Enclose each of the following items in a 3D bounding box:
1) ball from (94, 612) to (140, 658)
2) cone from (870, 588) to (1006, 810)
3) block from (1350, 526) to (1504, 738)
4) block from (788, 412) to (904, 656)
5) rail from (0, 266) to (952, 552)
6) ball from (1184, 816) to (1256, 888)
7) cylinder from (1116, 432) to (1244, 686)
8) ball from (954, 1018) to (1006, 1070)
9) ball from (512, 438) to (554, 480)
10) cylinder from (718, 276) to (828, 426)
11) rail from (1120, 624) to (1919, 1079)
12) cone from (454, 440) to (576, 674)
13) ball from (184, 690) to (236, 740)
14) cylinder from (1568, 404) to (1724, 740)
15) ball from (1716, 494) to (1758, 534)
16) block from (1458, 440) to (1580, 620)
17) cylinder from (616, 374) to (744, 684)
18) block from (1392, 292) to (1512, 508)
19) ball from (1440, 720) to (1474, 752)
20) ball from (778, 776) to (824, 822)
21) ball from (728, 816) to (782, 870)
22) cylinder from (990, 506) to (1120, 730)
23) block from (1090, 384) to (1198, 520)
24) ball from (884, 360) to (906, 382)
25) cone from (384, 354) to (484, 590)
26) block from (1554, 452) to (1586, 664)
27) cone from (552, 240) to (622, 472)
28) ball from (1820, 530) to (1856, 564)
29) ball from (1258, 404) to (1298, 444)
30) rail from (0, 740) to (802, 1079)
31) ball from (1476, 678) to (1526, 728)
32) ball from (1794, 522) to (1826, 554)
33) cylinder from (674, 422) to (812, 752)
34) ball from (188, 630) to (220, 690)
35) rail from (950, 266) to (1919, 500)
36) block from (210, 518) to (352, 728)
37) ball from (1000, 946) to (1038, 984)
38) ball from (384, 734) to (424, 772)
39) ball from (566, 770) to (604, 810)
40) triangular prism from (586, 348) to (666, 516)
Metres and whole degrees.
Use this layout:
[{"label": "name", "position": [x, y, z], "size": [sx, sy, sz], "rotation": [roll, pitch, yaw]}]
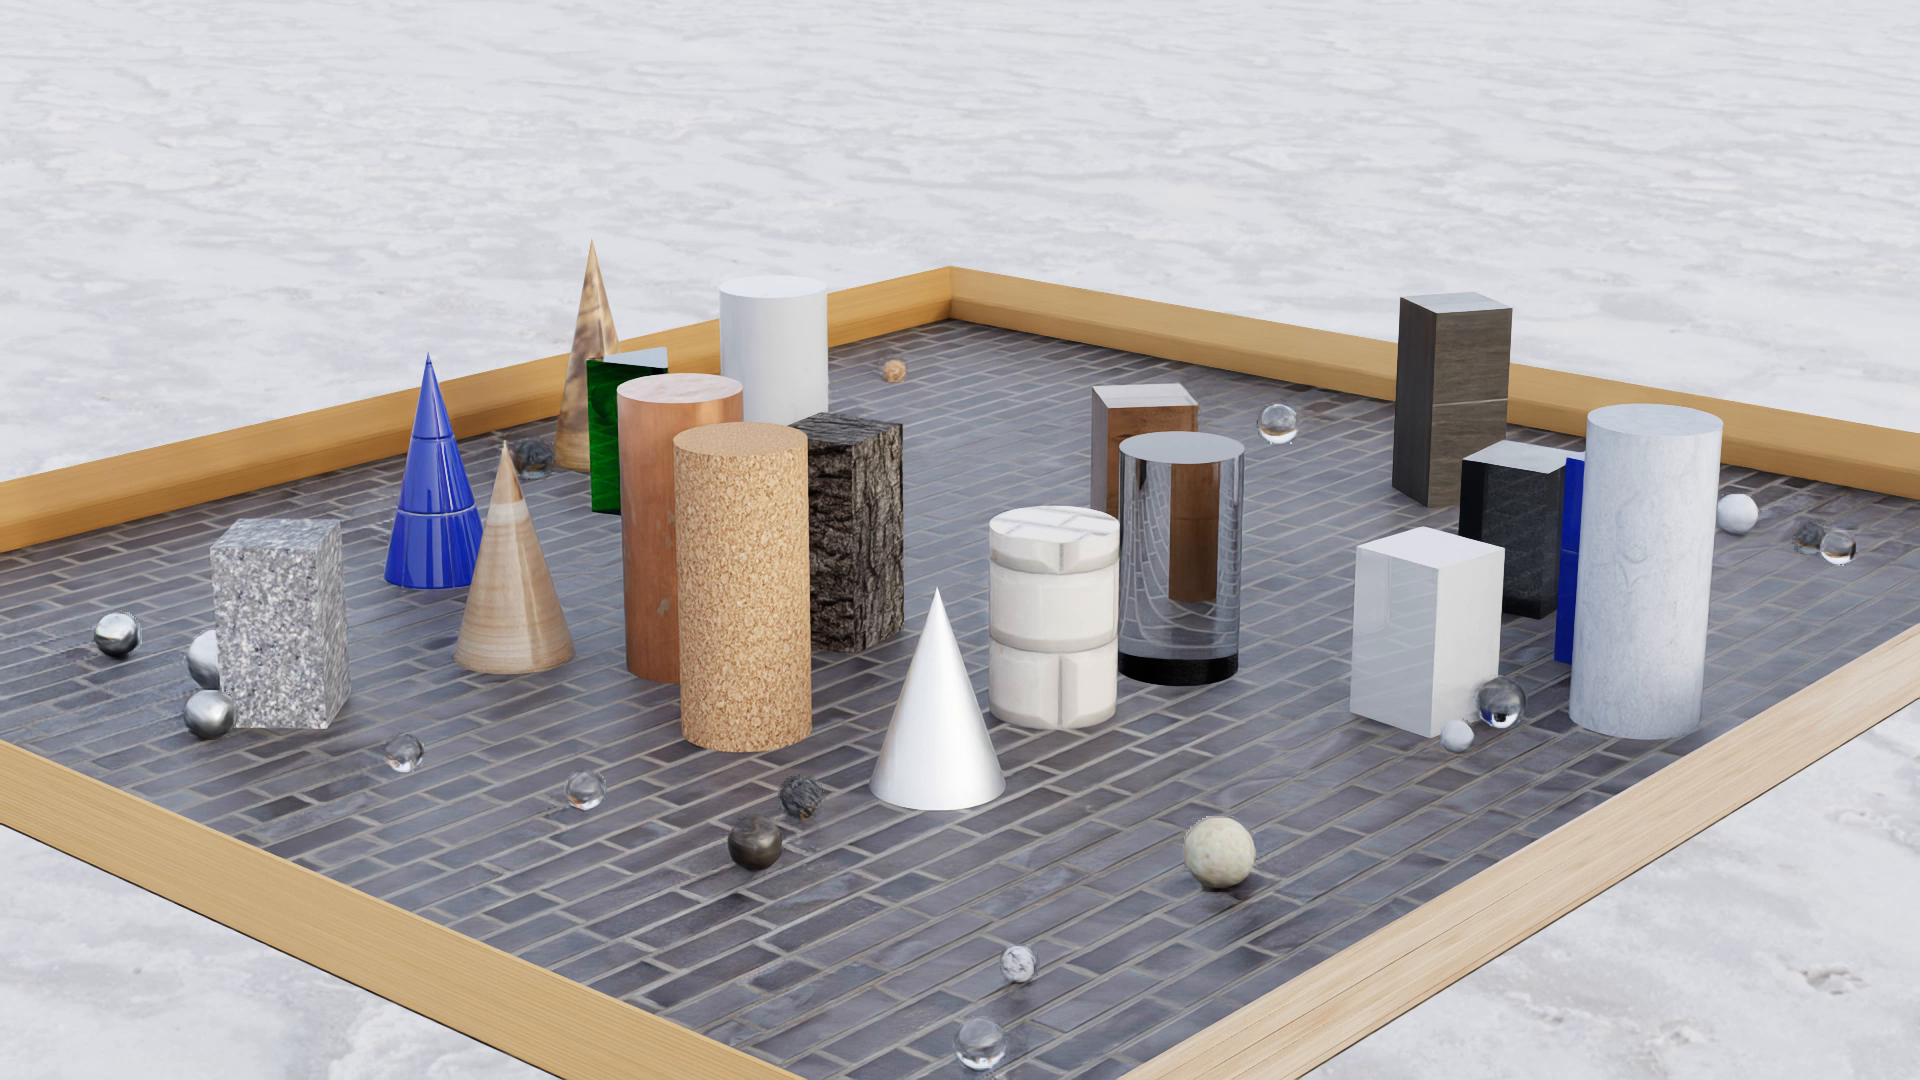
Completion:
[{"label": "ball", "position": [-1.383, 0.156, 4.811], "size": [0.073, 0.073, 0.073], "rotation": [0, 17, 0]}, {"label": "cone", "position": [-0.033, 0.212, 4.230], "size": [0.200, 0.302, 0.200], "rotation": [0, 17, 0]}, {"label": "block", "position": [0.720, 0.140, 4.524], "size": [0.160, 0.269, 0.160], "rotation": [-15, 22, -40]}, {"label": "block", "position": [-0.204, -0.013, 4.878], "size": [0.160, 0.358, 0.160], "rotation": [9, 19, 29]}, {"label": "rail", "position": [-1.111, -0.246, 6.043], "size": [0.045, 0.130, 3.368], "rotation": [14, 22, 39]}, {"label": "ball", "position": [0.346, 0.417, 3.908], "size": [0.095, 0.095, 0.095], "rotation": [0, 17, 0]}, {"label": "cylinder", "position": [0.353, 0.029, 4.722], "size": [0.200, 0.368, 0.200], "rotation": [0, 17, 0]}, {"label": "ball", "position": [0.023, 0.586, 3.408], "size": [0.059, 0.059, 0.059], "rotation": [0, 17, 0]}, {"label": "ball", "position": [-0.851, -0.162, 5.850], "size": [0.082, 0.082, 0.082], "rotation": [0, 17, 0]}, {"label": "cylinder", "position": [-0.344, -0.243, 5.454], "size": [0.200, 0.466, 0.200], "rotation": [0, 17, 0]}, {"label": "rail", "position": [1.111, 0.311, 4.196], "size": [0.045, 0.130, 3.368], "rotation": [14, 22, 39]}, {"label": "cone", "position": [-0.733, 0.013, 4.779], "size": [0.200, 0.366, 0.200], "rotation": [0, 17, 0]}, {"label": "ball", "position": [-1.137, 0.264, 4.446], "size": [0.076, 0.076, 0.076], "rotation": [0, 17, 0]}, {"label": "cylinder", "position": [1.045, 0.047, 4.477], "size": [0.200, 0.475, 0.200], "rotation": [0, 17, 0]}, {"label": "ball", "position": [1.454, -0.049, 5.487], "size": [0.077, 0.077, 0.077], "rotation": [0, 17, 0]}, {"label": "block", "position": [0.971, -0.020, 5.073], "size": [0.160, 0.259, 0.160], "rotation": [12, 20, 34]}, {"label": "cylinder", "position": [-0.444, -0.020, 4.721], "size": [0.200, 0.462, 0.200], "rotation": [0, 17, 0]}, {"label": "block", "position": [0.955, -0.274, 5.702], "size": [0.160, 0.384, 0.160], "rotation": [-5, 18, -17]}, {"label": "ball", "position": [0.746, 0.294, 4.397], "size": [0.048, 0.048, 0.048], "rotation": [0, 17, 0]}, {"label": "ball", "position": [-0.224, 0.365, 4.134], "size": [0.062, 0.062, 0.062], "rotation": [0, 17, 0]}, {"label": "ball", "position": [-0.277, 0.410, 3.965], "size": [0.074, 0.074, 0.074], "rotation": [0, 17, 0]}, {"label": "cylinder", "position": [0.145, 0.119, 4.542], "size": [0.200, 0.300, 0.200], "rotation": [0, 17, 0]}, {"label": "block", "position": [0.324, -0.094, 5.191], "size": [0.160, 0.333, 0.160], "rotation": [-2, 17, -7]}, {"label": "ball", "position": [-0.148, -0.382, 6.635], "size": [0.052, 0.052, 0.052], "rotation": [0, 17, 0]}, {"label": "cone", "position": [-0.932, -0.136, 5.199], "size": [0.200, 0.409, 0.200], "rotation": [0, 17, 0]}, {"label": "block", "position": [1.086, 0.032, 4.751], "size": [0.160, 0.344, 0.160], "rotation": [-15, 23, -42]}, {"label": "cone", "position": [-0.738, -0.387, 5.940], "size": [0.200, 0.462, 0.200], "rotation": [0, 17, 0]}, {"label": "ball", "position": [1.589, 0.013, 5.304], "size": [0.062, 0.062, 0.062], "rotation": [0, 17, 0]}, {"label": "ball", "position": [0.665, -0.241, 6.113], "size": [0.084, 0.084, 0.084], "rotation": [0, 17, 0]}, {"label": "rail", "position": [-1.088, 0.394, 3.919], "size": [2.990, 0.130, 0.045], "rotation": [14, 22, 39]}, {"label": "ball", "position": [0.830, 0.249, 4.495], "size": [0.077, 0.077, 0.077], "rotation": [0, 17, 0]}, {"label": "ball", "position": [1.556, -0.003, 5.365], "size": [0.057, 0.057, 0.057], "rotation": [0, 17, 0]}, {"label": "cylinder", "position": [-0.327, 0.070, 4.428], "size": [0.200, 0.460, 0.200], "rotation": [0, 17, 0]}, {"label": "ball", "position": [-1.174, 0.191, 4.650], "size": [0.100, 0.100, 0.100], "rotation": [0, 17, 0]}, {"label": "rail", "position": [1.088, -0.329, 6.320], "size": [2.990, 0.130, 0.045], "rotation": [14, 22, 39]}, {"label": "block", "position": [-1.048, 0.128, 4.533], "size": [0.160, 0.287, 0.160], "rotation": [1, 17, 2]}, {"label": "ball", "position": [0.073, 0.526, 3.631], "size": [0.046, 0.046, 0.046], "rotation": [0, 17, 0]}, {"label": "ball", "position": [-0.819, 0.314, 4.318], "size": [0.055, 0.055, 0.055], "rotation": [0, 17, 0]}, {"label": "ball", "position": [-0.534, 0.357, 4.177], "size": [0.055, 0.055, 0.055], "rotation": [0, 17, 0]}, {"label": "triangular prism", "position": [-0.600, -0.209, 5.629], "size": [0.173, 0.300, 0.150], "rotation": [7, 18, 22]}]
